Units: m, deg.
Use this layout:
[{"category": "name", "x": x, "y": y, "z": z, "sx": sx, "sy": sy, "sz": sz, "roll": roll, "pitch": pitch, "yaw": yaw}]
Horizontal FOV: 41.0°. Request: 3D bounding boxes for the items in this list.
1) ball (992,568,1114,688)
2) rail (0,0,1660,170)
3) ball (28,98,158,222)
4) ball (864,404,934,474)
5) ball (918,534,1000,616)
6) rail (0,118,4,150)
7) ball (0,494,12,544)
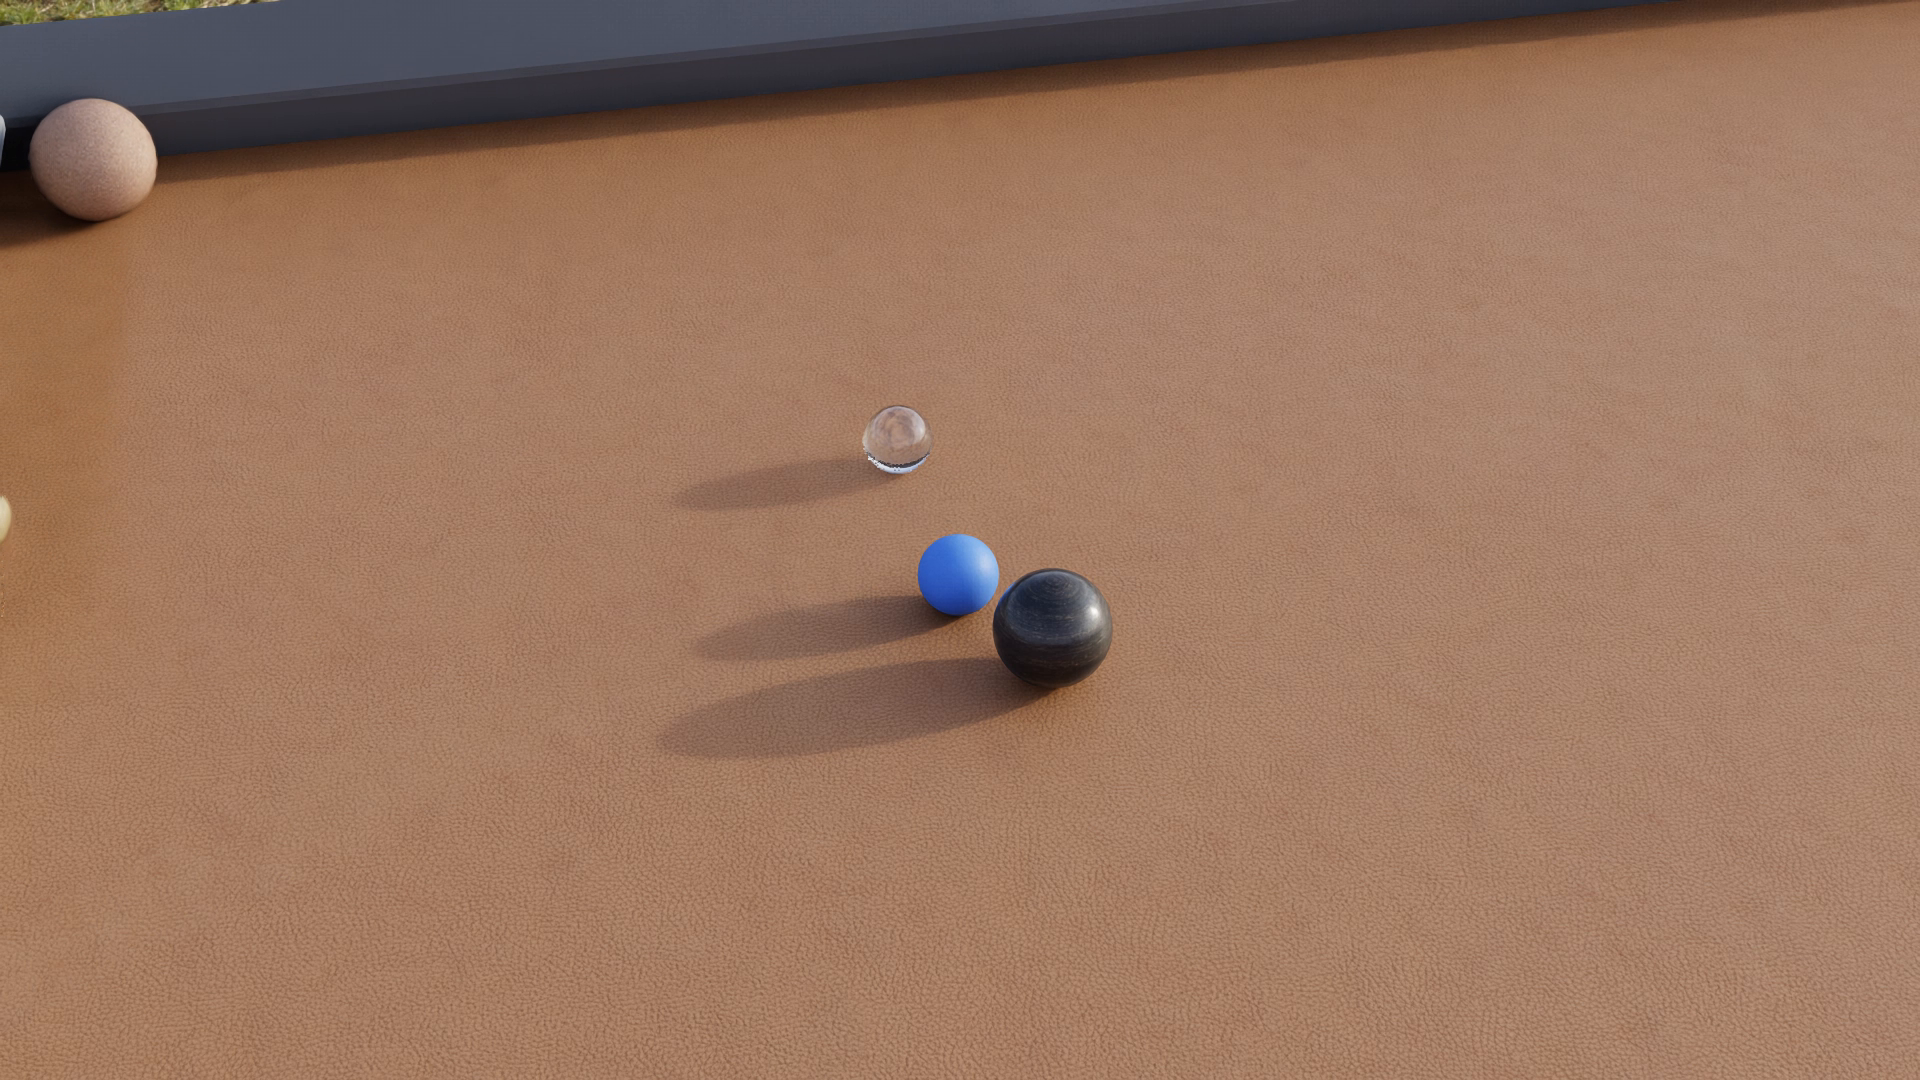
[{"category": "ball", "x": 0.056, "y": 0.053, "z": 1.543, "sx": 0.073, "sy": 0.073, "sz": 0.073, "roll": 0, "pitch": 36, "yaw": 0}, {"category": "rail", "x": 0.490, "y": -0.512, "z": 2.279, "sx": 2.658, "sy": 0.124, "sz": 0.045, "roll": -8, "pitch": 37, "yaw": -11}, {"category": "ball", "x": -0.679, "y": -0.297, "z": 2.008, "sx": 0.095, "sy": 0.095, "sz": 0.095, "roll": 0, "pitch": 36, "yaw": 0}, {"category": "ball", "x": -0.042, "y": -0.068, "z": 1.732, "sx": 0.047, "sy": 0.047, "sz": 0.047, "roll": 0, "pitch": 36, "yaw": 0}, {"category": "ball", "x": -0.001, "y": 0.022, "z": 1.605, "sx": 0.051, "sy": 0.051, "sz": 0.051, "roll": 0, "pitch": 36, "yaw": 0}, {"category": "rail", "x": -0.624, "y": 0.056, "z": 1.494, "sx": 0.045, "sy": 0.124, "sz": 1.429, "roll": -8, "pitch": 37, "yaw": -11}, {"category": "ball", "x": -0.638, "y": -0.014, "z": 1.657, "sx": 0.047, "sy": 0.047, "sz": 0.047, "roll": 0, "pitch": 36, "yaw": 0}]
